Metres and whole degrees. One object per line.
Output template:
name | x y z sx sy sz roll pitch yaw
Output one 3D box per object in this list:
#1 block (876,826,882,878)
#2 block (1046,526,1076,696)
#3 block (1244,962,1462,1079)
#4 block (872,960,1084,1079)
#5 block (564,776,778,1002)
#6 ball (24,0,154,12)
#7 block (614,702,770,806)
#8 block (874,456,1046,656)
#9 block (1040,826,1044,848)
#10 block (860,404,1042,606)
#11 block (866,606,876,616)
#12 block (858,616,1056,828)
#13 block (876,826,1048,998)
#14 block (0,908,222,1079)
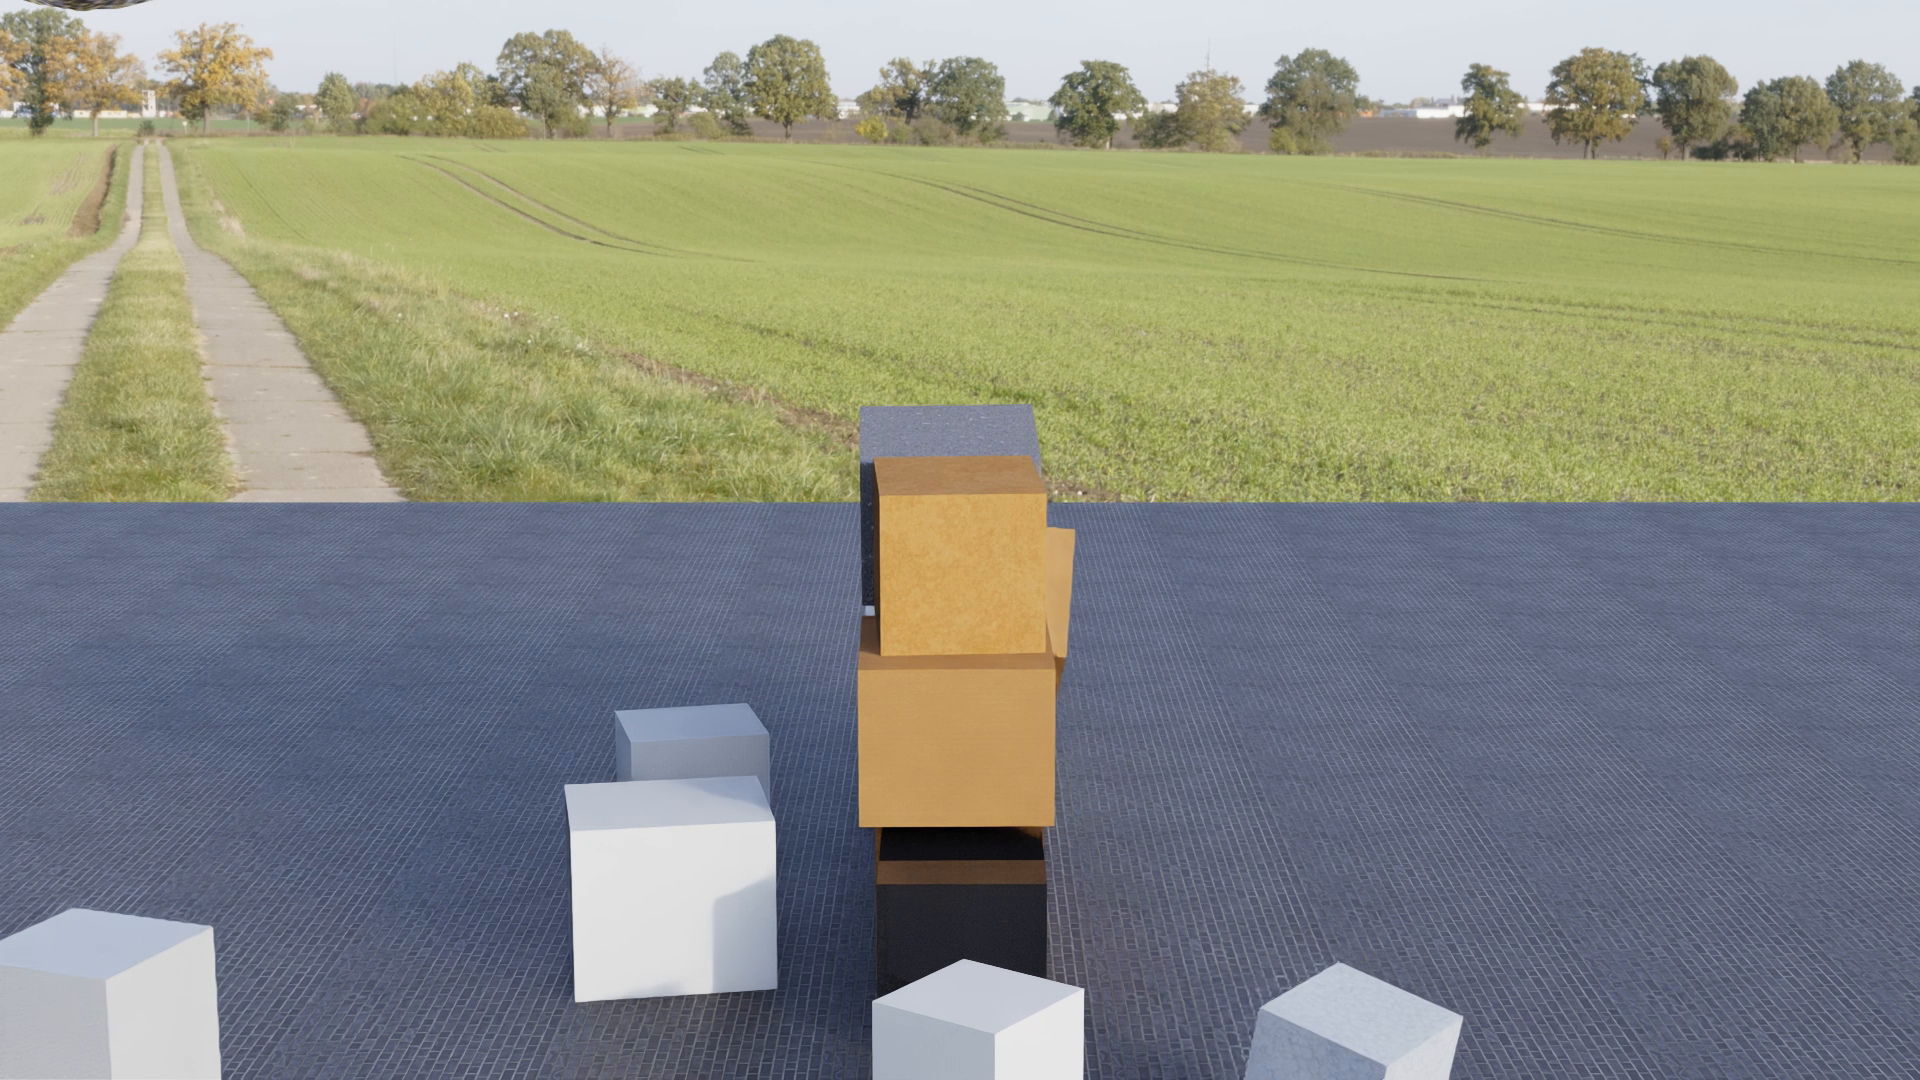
block | -0.007 1.308 10.352 0.643 0.722 0.708 0 10 0
block | 0.190 0.419 14.089 0.765 0.794 0.695 6 -31 -1
block | 1.248 1.752 8.285 0.462 0.510 0.527 20 20 33
block | 0.062 1.751 8.494 0.493 0.515 0.508 7 13 36
block | -1.153 1.366 10.159 0.779 0.678 0.663 -2 10 -10
ball | -3.662 -3.008 10.633 1.600 1.600 1.600 0 10 0
block | -1.235 1.117 11.819 0.625 0.573 0.592 -3 11 -14
block | -0.010 0.050 9.973 0.625 0.621 0.681 -1 14 -4
block | 0.000 1.000 11.730 0.744 0.836 0.759 0 10 0
block | -0.049 -0.152 10.660 0.726 0.630 0.632 -1 24 -2
block | -0.031 0.113 12.130 0.798 0.836 0.735 0 -19 0
block | -0.018 0.692 9.963 0.736 0.619 0.740 0 14 -1
block | 0.006 1.483 9.625 0.612 0.638 0.740 0 10 0
block | -2.906 1.661 8.616 0.578 0.649 0.558 4 11 20
